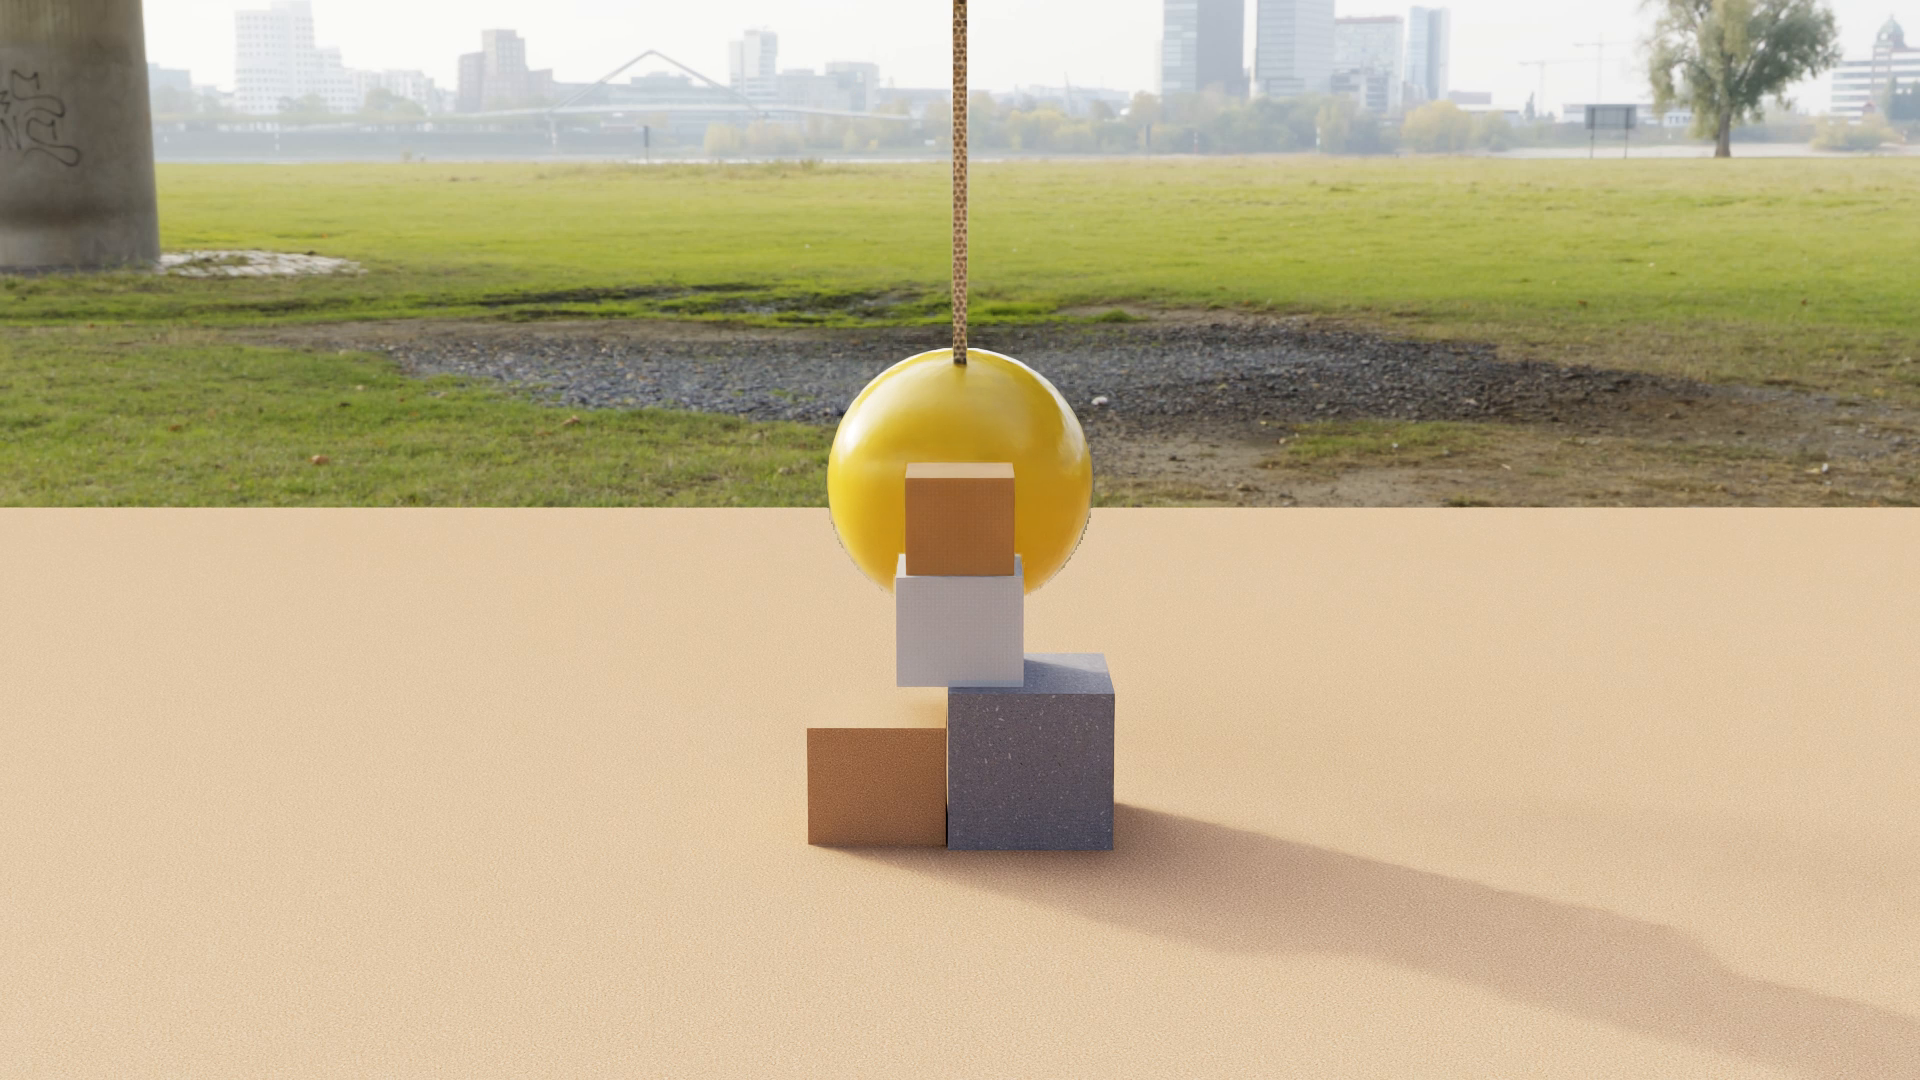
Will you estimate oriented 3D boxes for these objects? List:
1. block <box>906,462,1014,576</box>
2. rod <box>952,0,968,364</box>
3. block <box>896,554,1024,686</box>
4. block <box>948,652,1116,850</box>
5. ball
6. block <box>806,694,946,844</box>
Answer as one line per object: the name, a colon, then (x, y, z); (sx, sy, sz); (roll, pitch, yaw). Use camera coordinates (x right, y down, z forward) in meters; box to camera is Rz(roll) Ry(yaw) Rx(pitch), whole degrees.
block: (0.000, -0.112, 11.170); (0.541, 0.490, 0.524); (0, 10, 0)
rod: (0.000, -3.284, 11.497); (0.080, 5.200, 0.080); (0, 31, 0)
block: (0.000, 0.405, 11.258); (0.635, 0.559, 0.619); (0, 10, 0)
block: (0.353, 1.079, 11.373); (0.827, 0.808, 0.880); (0, 10, 0)
ball: (0.000, -0.356, 13.224); (1.600, 1.600, 1.600); (0, 10, 0)
block: (-0.419, 1.178, 11.393); (0.696, 0.607, 0.688); (0, 10, 0)
